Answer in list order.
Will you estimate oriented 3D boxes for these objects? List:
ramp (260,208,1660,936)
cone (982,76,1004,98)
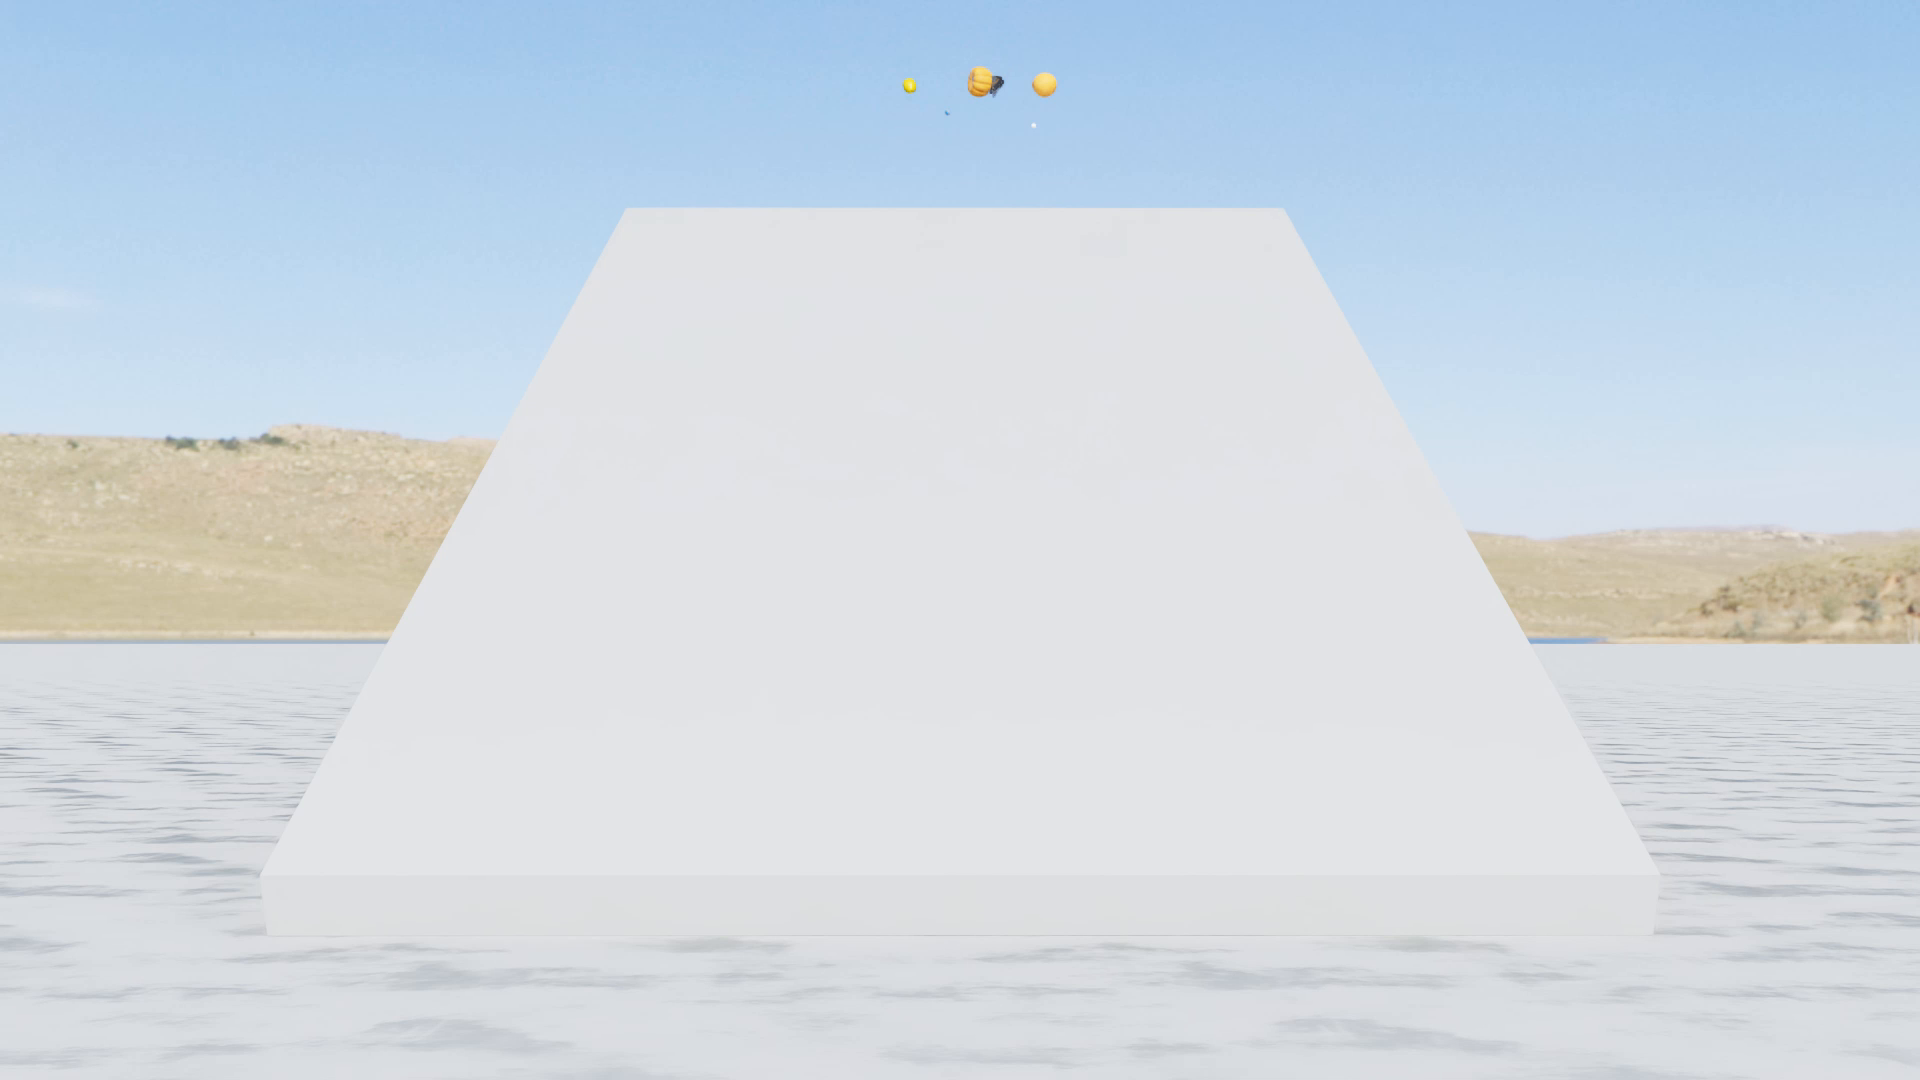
[{"bbox_3d":[-0.006,-0.220,5.150,2.000,0.100,4.000,0,22,0],"label":"ramp"},{"bbox_3d":[0.102,-1.368,6.982,0.065,0.065,0.065,0,-37,3],"label":"cone"}]
